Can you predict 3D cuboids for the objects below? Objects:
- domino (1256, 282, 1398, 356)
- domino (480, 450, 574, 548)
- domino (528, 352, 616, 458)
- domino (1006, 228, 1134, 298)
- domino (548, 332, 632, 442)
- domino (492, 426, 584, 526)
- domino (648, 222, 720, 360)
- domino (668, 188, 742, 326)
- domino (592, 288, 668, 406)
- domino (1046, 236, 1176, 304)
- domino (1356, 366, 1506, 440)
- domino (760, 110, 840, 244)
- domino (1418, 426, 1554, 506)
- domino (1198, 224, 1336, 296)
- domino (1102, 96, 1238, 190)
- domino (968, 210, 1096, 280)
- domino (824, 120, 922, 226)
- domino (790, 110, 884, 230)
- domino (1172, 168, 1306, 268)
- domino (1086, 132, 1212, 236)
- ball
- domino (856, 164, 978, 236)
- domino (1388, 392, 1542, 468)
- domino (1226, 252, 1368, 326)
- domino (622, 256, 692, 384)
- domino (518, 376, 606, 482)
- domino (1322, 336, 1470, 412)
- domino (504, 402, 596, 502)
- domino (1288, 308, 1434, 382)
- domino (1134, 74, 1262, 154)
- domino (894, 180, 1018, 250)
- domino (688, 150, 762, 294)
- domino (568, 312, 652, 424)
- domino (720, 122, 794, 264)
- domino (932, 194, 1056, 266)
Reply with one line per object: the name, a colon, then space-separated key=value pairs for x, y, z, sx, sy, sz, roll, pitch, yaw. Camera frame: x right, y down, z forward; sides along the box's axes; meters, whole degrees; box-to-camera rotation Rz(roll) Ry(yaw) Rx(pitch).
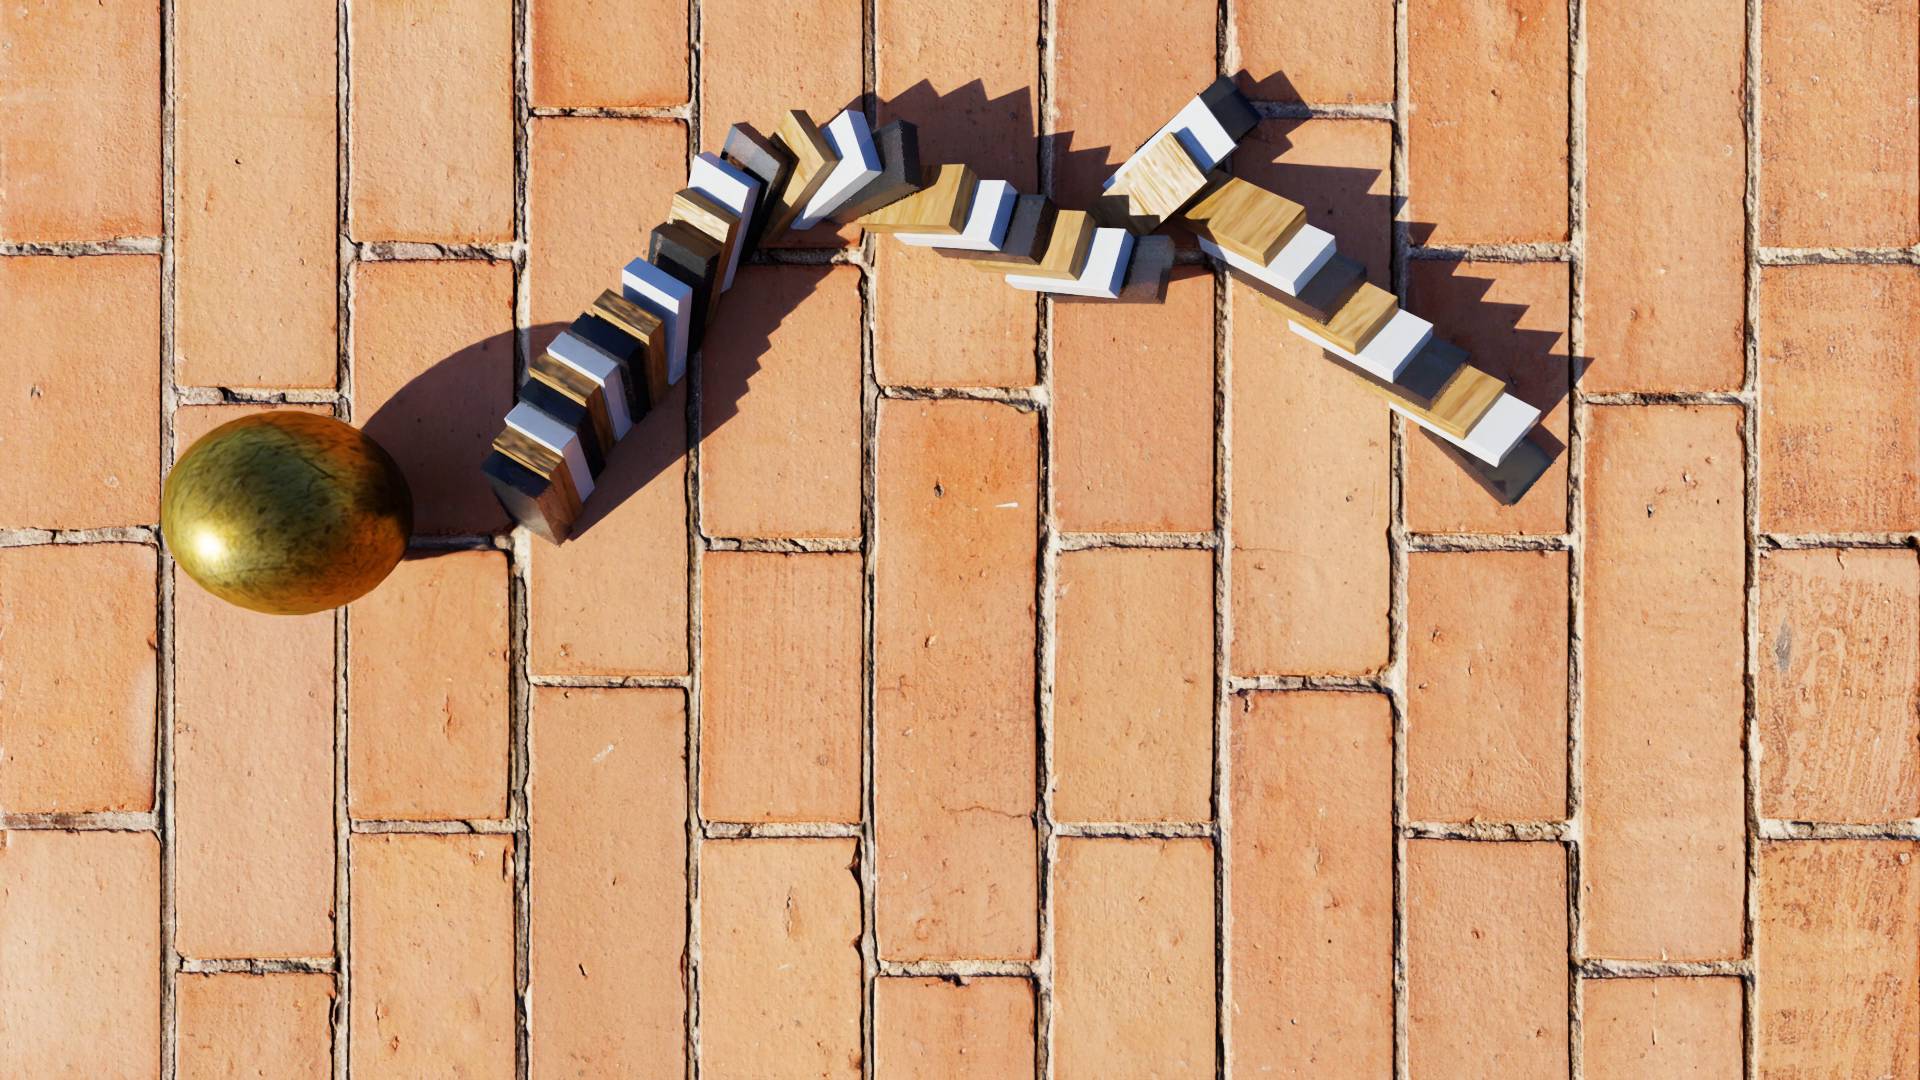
domino: x=0.152 y=-0.100 z=0.382 sx=0.025 sy=0.009 sz=0.050 roll=-47 pitch=56 yaw=1
domino: x=-0.176 y=-0.016 z=0.375 sx=0.025 sy=0.050 sz=0.010 roll=30 pitch=65 yaw=0
domino: x=-0.158 y=-0.054 z=0.375 sx=0.025 sy=0.050 sz=0.010 roll=30 pitch=65 yaw=0
domino: x=0.045 y=-0.117 z=0.382 sx=0.050 sy=0.010 sz=0.025 roll=16 pitch=91 yaw=34
domino: x=-0.151 y=-0.062 z=0.375 sx=0.025 sy=0.050 sz=0.009 roll=30 pitch=65 yaw=0
domino: x=-0.172 y=-0.025 z=0.375 sx=0.025 sy=0.050 sz=0.009 roll=30 pitch=65 yaw=0
domino: x=-0.117 y=-0.102 z=0.379 sx=0.025 sy=0.010 sz=0.050 roll=30 pitch=133 yaw=0
domino: x=-0.110 y=-0.116 z=0.381 sx=0.025 sy=0.010 sz=0.050 roll=30 pitch=128 yaw=0
domino: x=-0.134 y=-0.078 z=0.376 sx=0.025 sy=0.050 sz=0.009 roll=30 pitch=62 yaw=0
domino: x=0.062 y=-0.112 z=0.382 sx=0.050 sy=0.009 sz=0.025 roll=10 pitch=90 yaw=33
domino: x=0.195 y=-0.065 z=0.383 sx=0.025 sy=0.009 sz=0.050 roll=-49 pitch=59 yaw=0
domino: x=-0.073 y=-0.150 z=0.380 sx=0.050 sy=0.010 sz=0.025 roll=-35 pitch=89 yaw=40
domino: x=0.227 y=-0.041 z=0.395 sx=0.050 sy=0.010 sz=0.025 roll=42 pitch=90 yaw=0
domino: x=0.127 y=-0.124 z=0.382 sx=0.025 sy=0.009 sz=0.050 roll=-48 pitch=56 yaw=0
domino: x=0.087 y=-0.156 z=0.383 sx=0.050 sy=0.010 sz=0.025 roll=-37 pitch=91 yaw=31
domino: x=0.029 y=-0.124 z=0.382 sx=0.050 sy=0.010 sz=0.025 roll=17 pitch=91 yaw=34
domino: x=-0.038 y=-0.151 z=0.380 sx=0.050 sy=0.010 sz=0.025 roll=-6 pitch=89 yaw=42
domino: x=-0.055 y=-0.152 z=0.380 sx=0.050 sy=0.009 sz=0.025 roll=-19 pitch=90 yaw=41
domino: x=0.115 y=-0.135 z=0.382 sx=0.025 sy=0.010 sz=0.050 roll=-48 pitch=56 yaw=0
domino: x=0.076 y=-0.141 z=0.382 sx=0.050 sy=0.010 sz=0.025 roll=-37 pitch=91 yaw=34
ball: x=-0.261 y=-0.010 z=0.360 sx=0.080 sy=0.080 sz=0.080 roll=0 pitch=90 yaw=0
domino: x=-0.019 y=-0.142 z=0.382 sx=0.050 sy=0.010 sz=0.025 roll=15 pitch=90 yaw=35
domino: x=0.210 y=-0.055 z=0.383 sx=0.025 sy=0.010 sz=0.050 roll=-48 pitch=59 yaw=0
domino: x=0.140 y=-0.112 z=0.382 sx=0.025 sy=0.010 sz=0.050 roll=-47 pitch=56 yaw=0
domino: x=-0.125 y=-0.089 z=0.377 sx=0.025 sy=0.050 sz=0.010 roll=30 pitch=53 yaw=0
domino: x=-0.162 y=-0.044 z=0.375 sx=0.025 sy=0.050 sz=0.010 roll=30 pitch=65 yaw=0
domino: x=0.181 y=-0.077 z=0.383 sx=0.050 sy=0.009 sz=0.025 roll=40 pitch=89 yaw=31
domino: x=-0.167 y=-0.035 z=0.375 sx=0.025 sy=0.050 sz=0.010 roll=30 pitch=65 yaw=0
domino: x=0.167 y=-0.089 z=0.383 sx=0.025 sy=0.010 sz=0.050 roll=-49 pitch=59 yaw=0
domino: x=0.102 y=-0.173 z=0.395 sx=0.050 sy=0.010 sz=0.025 roll=-41 pitch=90 yaw=0
domino: x=-0.003 y=-0.136 z=0.382 sx=0.050 sy=0.010 sz=0.025 roll=16 pitch=90 yaw=34
domino: x=-0.102 y=-0.131 z=0.380 sx=0.025 sy=0.010 sz=0.050 roll=32 pitch=128 yaw=2
domino: x=-0.142 y=-0.069 z=0.375 sx=0.025 sy=0.050 sz=0.009 roll=30 pitch=64 yaw=0
domino: x=-0.091 y=-0.143 z=0.380 sx=0.025 sy=0.009 sz=0.050 roll=40 pitch=129 yaw=1
domino: x=0.014 y=-0.130 z=0.382 sx=0.050 sy=0.009 sz=0.025 roll=17 pitch=90 yaw=34
